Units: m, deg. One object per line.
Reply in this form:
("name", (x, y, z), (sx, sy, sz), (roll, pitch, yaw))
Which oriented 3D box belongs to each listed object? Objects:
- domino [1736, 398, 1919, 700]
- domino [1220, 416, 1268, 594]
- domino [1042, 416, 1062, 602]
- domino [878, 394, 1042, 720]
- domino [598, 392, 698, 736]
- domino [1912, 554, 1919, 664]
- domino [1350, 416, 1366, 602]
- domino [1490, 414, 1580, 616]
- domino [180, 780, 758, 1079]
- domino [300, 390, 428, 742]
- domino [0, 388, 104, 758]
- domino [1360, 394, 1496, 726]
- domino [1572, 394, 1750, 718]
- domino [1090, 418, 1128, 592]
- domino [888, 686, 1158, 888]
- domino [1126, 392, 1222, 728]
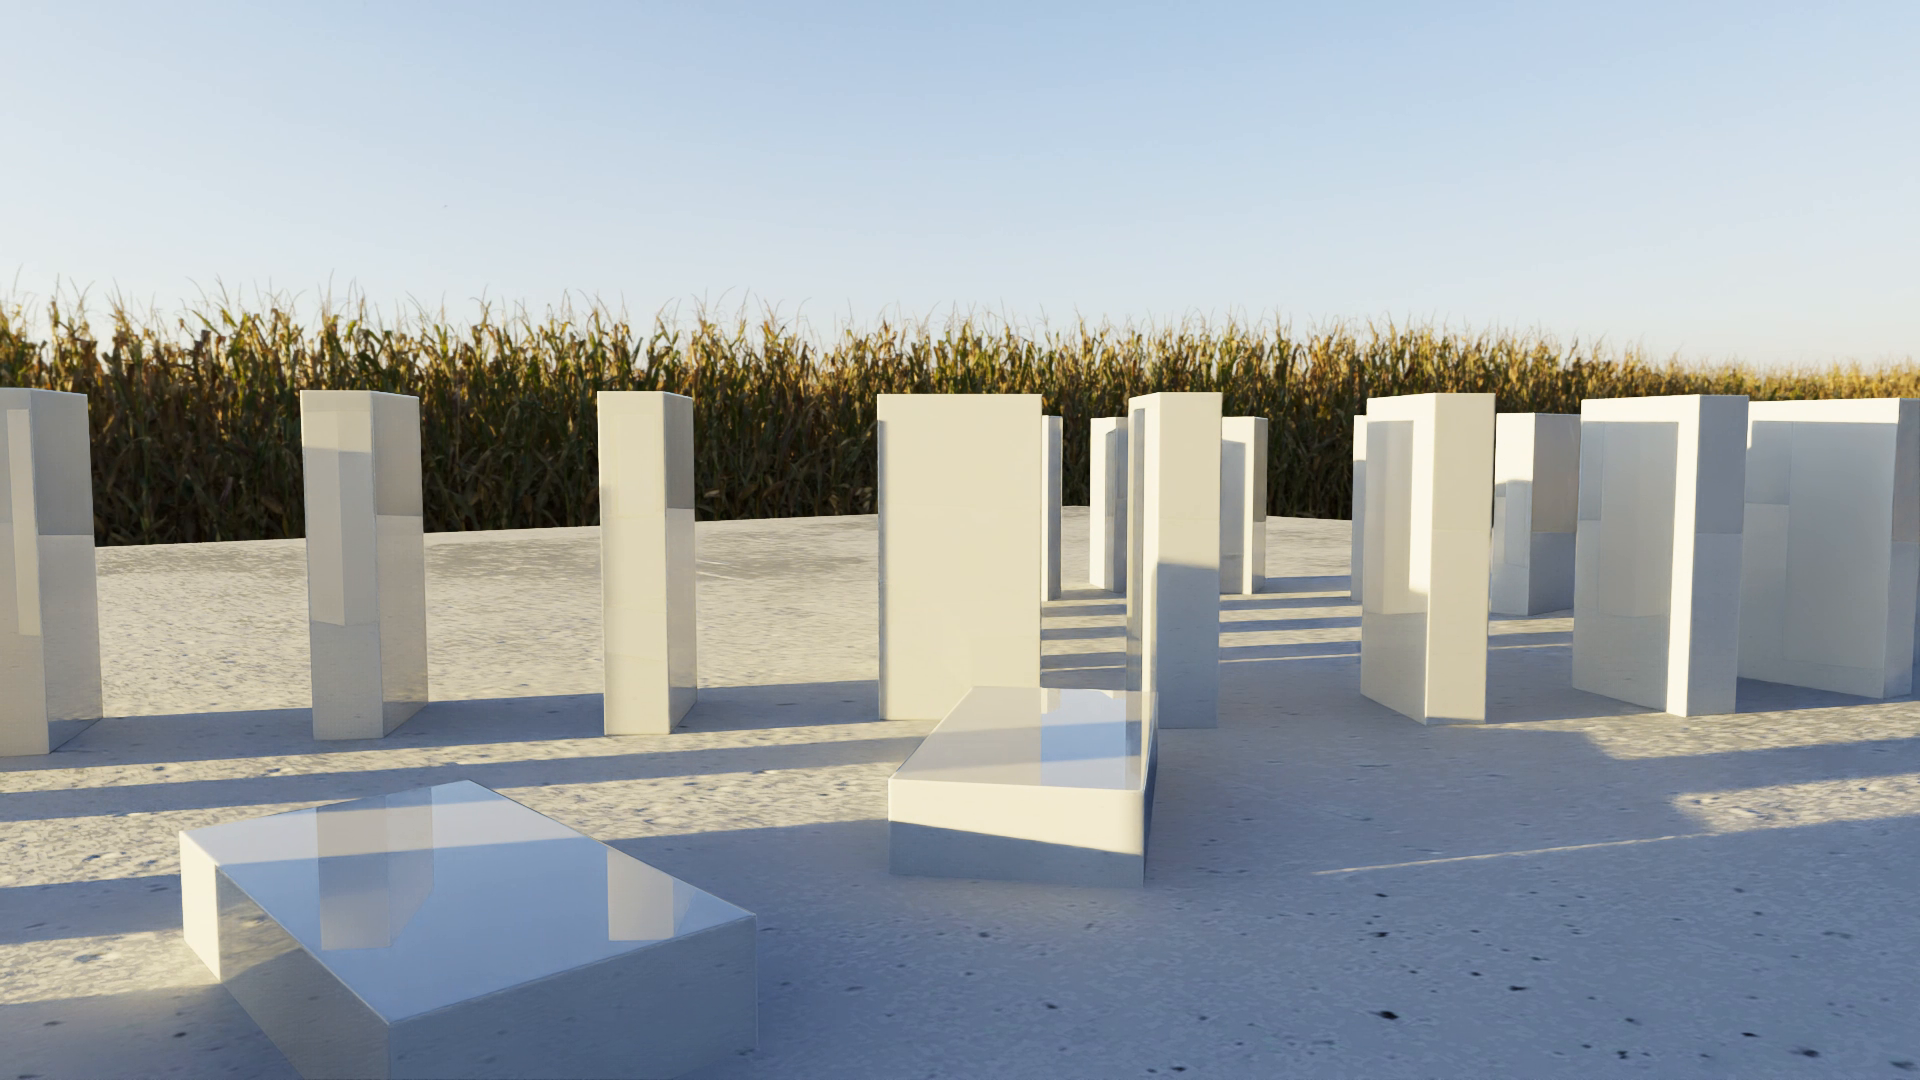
("domino", (0.152, 0.001, 0.225), (0.010, 0.050, 0.025), (-2, 5, -30))
("domino", (0.083, -0.011, 0.375), (0.010, 0.050, 0.025), (2, 5, 22))
("domino", (0.015, -0.009, 0.355), (0.025, 0.050, 0.009), (2, 5, 27))
("domino", (0.000, 0.002, 0.201), (0.025, 0.050, 0.009), (0, 4, 0))
("domino", (-0.048, 0.003, 0.198), (0.010, 0.050, 0.025), (0, 4, -3))
("domino", (0.174, -0.001, 0.253), (0.025, 0.050, 0.010), (1, 4, 13))
("domino", (0.118, -0.009, 0.354), (0.009, 0.050, 0.025), (3, 5, 37))
("domino", (0.147, -0.007, 0.327), (0.025, 0.050, 0.009), (-4, 6, -40))
("domino", (-0.040, 0.030, 0.100), (0.025, 0.009, 0.050), (-4, 6, -43))
("domino", (-0.090, 0.003, 0.195), (0.010, 0.050, 0.025), (-1, 4, -8))
("domino", (-0.134, 0.004, 0.184), (0.010, 0.050, 0.025), (-2, 5, -19))
("domino", (0.074, 0.002, 0.205), (0.010, 0.050, 0.025), (0, 4, -5))
("domino", (0.115, 0.002, 0.211), (0.010, 0.050, 0.025), (-1, 4, -14))
("domino", (0.047, -0.011, 0.379), (0.009, 0.050, 0.025), (-1, 4, -10))
("domino", (0.010, 0.027, 0.149), (0.025, 0.010, 0.050), (1, 4, 10))
("domino", (0.033, 0.002, 0.203), (0.010, 0.050, 0.025), (0, 4, -3))
